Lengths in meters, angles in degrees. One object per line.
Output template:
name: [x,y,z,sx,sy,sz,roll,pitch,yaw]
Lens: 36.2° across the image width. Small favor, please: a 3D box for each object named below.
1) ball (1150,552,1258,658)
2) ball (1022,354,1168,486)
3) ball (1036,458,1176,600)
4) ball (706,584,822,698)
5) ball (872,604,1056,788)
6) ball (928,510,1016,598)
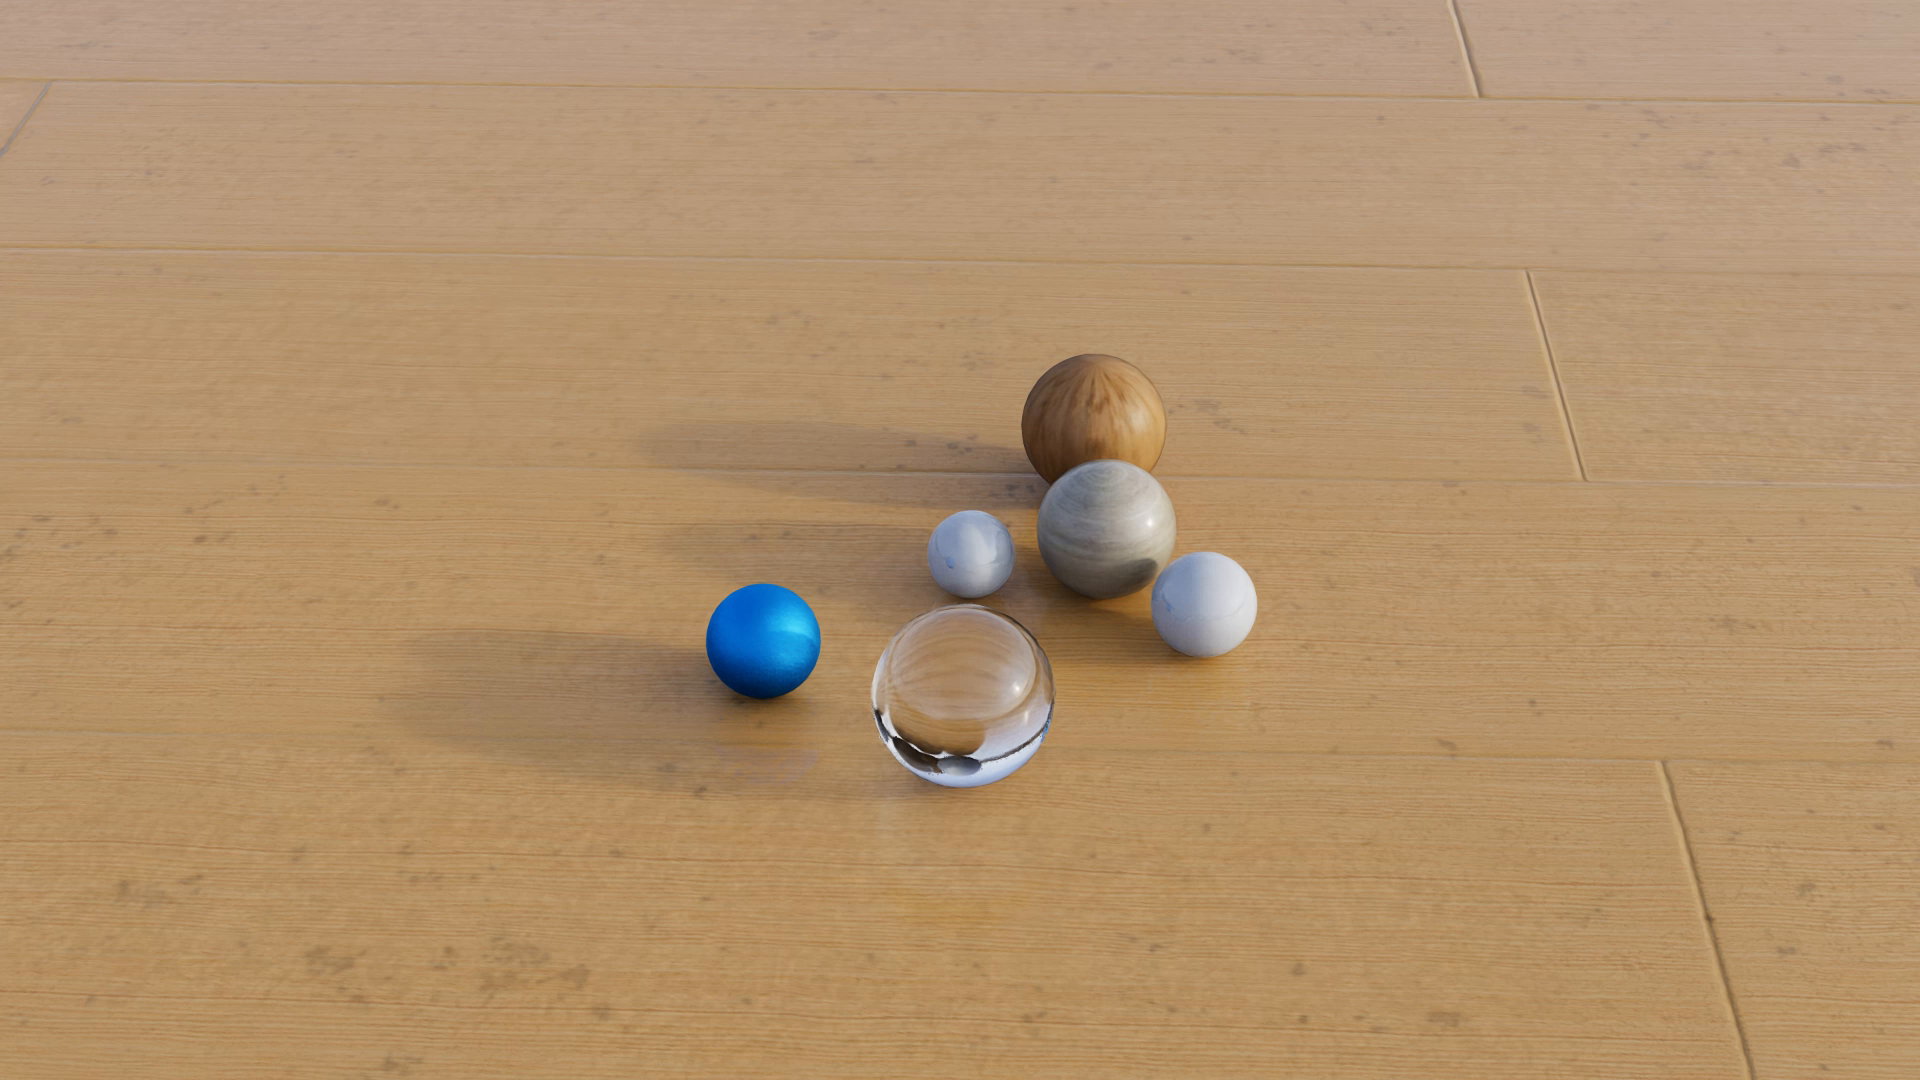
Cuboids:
ball: [0.123,0.032,1.478,0.054,0.054,0.054,0,33,0]
ball: [0.073,-0.062,1.598,0.079,0.079,0.079,0,33,0]
ball: [0.076,-0.006,1.519,0.073,0.073,0.073,0,33,0]
ball: [-0.097,0.050,1.449,0.057,0.057,0.057,0,33,0]
ball: [0.002,0.073,1.386,0.087,0.087,0.087,0,33,0]
ball: [0.006,0.007,1.523,0.046,0.046,0.046,0,33,0]
